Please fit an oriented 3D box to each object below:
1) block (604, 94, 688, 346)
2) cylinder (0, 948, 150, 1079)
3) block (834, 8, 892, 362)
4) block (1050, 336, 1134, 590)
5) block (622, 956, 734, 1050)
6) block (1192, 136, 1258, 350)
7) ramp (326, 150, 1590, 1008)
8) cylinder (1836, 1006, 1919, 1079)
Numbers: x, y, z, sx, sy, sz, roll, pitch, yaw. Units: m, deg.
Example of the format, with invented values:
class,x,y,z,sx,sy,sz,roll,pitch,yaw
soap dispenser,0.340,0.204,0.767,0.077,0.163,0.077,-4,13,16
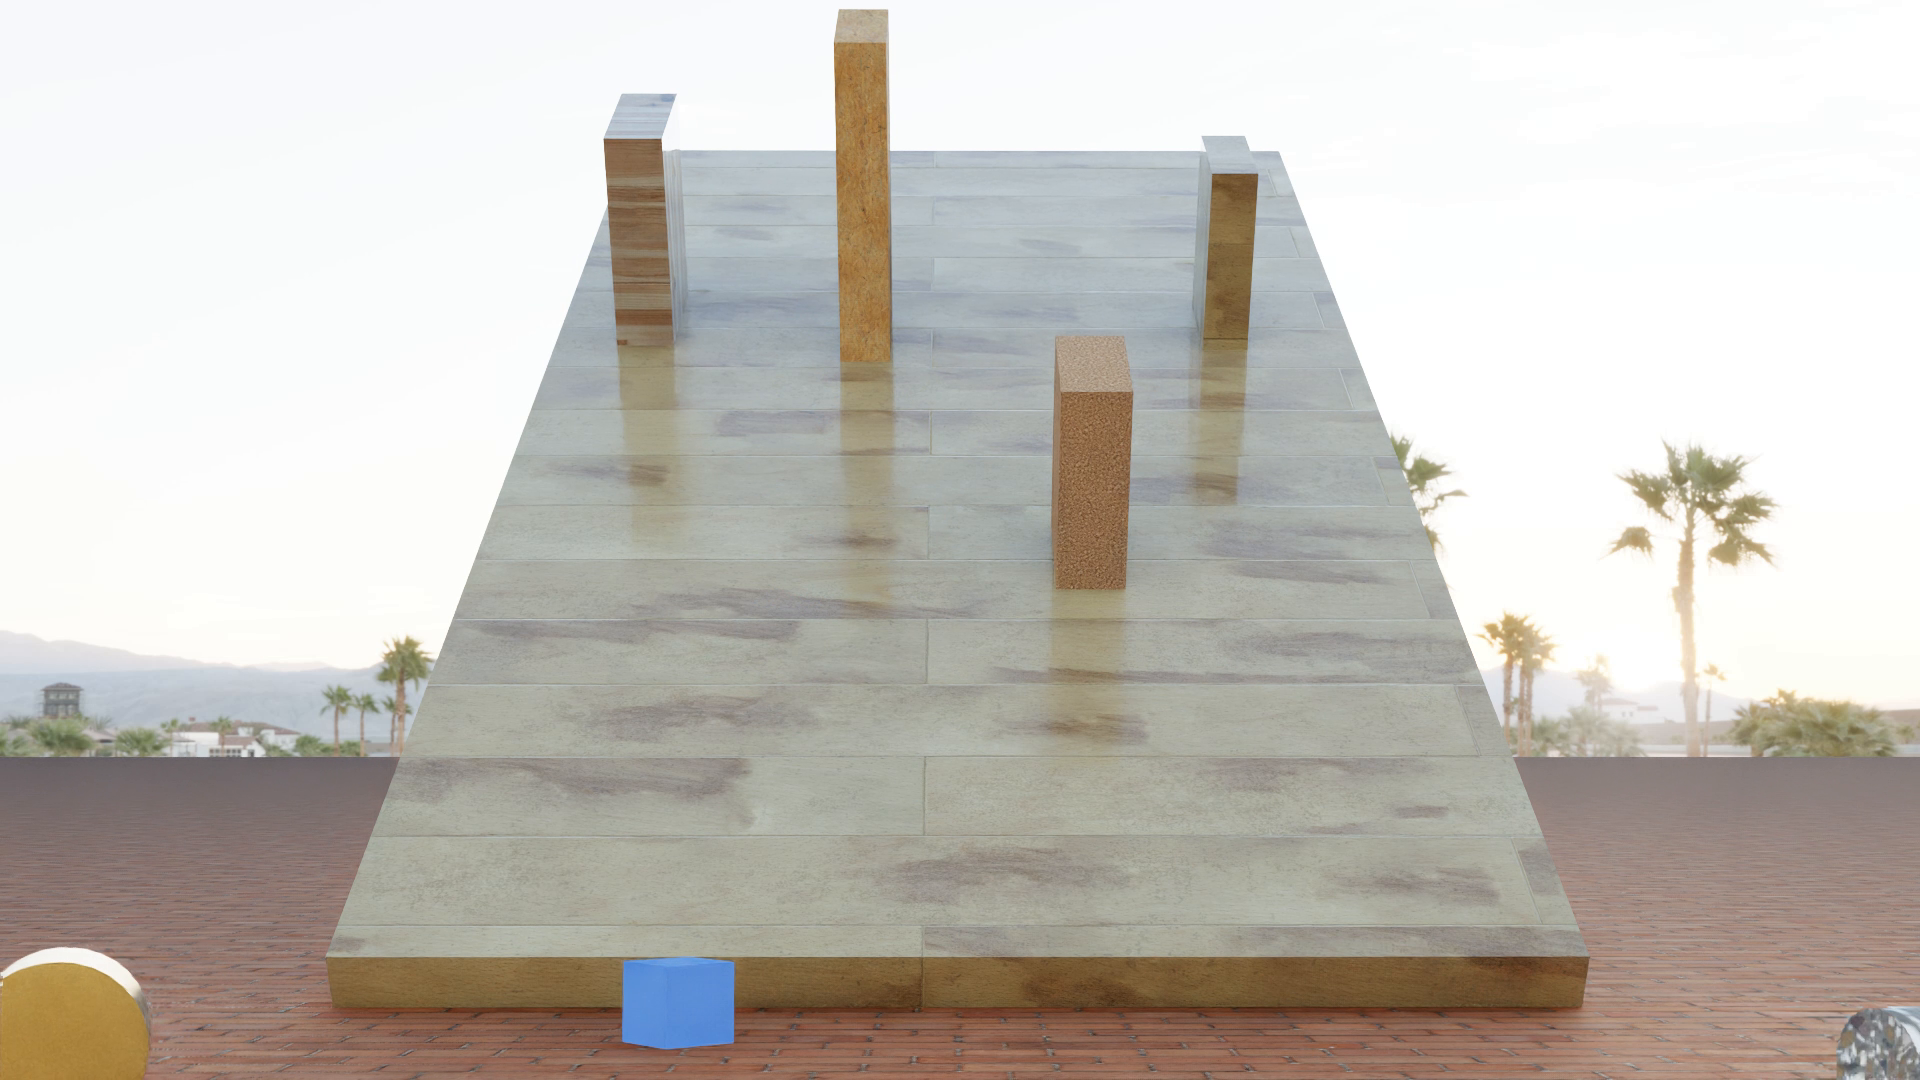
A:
class,x,y,z,sx,sy,sz,roll,pitch,yaw
block,-0.786,-0.809,5.986,0.141,0.536,0.366,0,28,0
cylinder,-0.975,0.543,2.574,0.189,0.189,0.189,2,-5,-18
block,-0.233,-0.861,5.806,0.121,0.799,0.292,0,28,0
block,0.266,-0.159,4.857,0.141,0.439,0.281,0,28,0
block,-0.397,0.651,3.357,0.112,0.112,0.112,4,-7,-40
block,0.660,-0.745,5.955,0.111,0.460,0.293,0,28,0
ramp,-0.011,-0.224,5.560,2.000,0.100,4.000,0,28,0
cylinder,1.037,0.567,2.542,0.137,0.137,0.137,2,-5,-18
